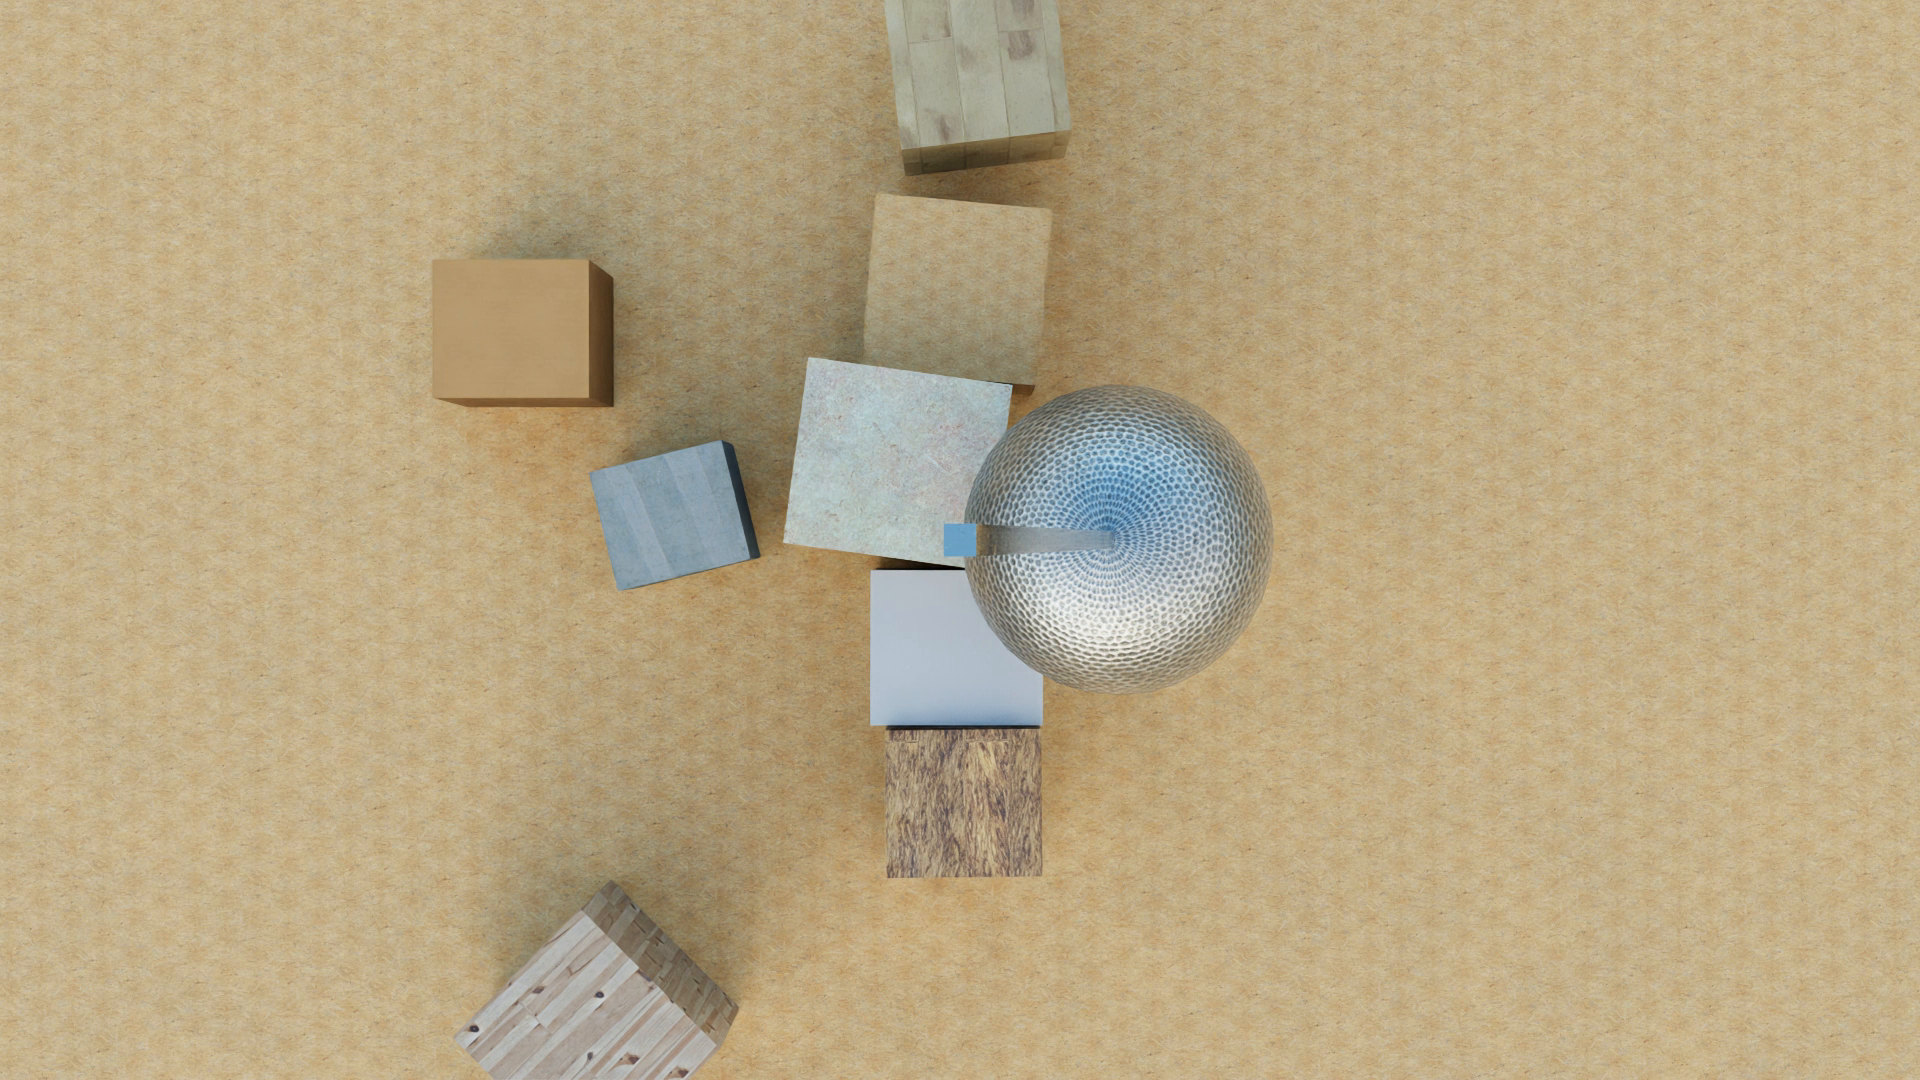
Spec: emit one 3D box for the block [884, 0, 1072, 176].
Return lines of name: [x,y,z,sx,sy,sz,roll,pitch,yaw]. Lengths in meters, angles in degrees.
block: [0.094,-2.652,12.553,0.945,0.894,0.901,-7,90,0]

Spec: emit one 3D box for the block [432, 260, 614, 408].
block: [-2.479,-1.167,12.565,0.864,0.870,0.764,0,90,0]

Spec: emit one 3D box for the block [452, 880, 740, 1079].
block: [-2.031,2.734,12.476,1.077,1.048,0.987,45,90,0]

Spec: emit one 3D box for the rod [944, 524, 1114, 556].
rod: [0.351,0.000,7.941,0.080,5.200,0.080,0,90,8]

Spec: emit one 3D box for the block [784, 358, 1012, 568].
block: [-0.333,-0.408,12.398,1.106,1.203,1.005,8,90,0]

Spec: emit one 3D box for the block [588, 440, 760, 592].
block: [-1.630,-0.137,12.671,0.766,0.659,0.687,-14,90,0]

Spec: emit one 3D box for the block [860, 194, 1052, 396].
block: [-0.022,-1.389,12.590,0.979,0.820,0.980,5,90,0]

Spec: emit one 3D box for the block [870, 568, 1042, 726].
block: [-0.018,0.594,12.562,0.951,0.876,0.854,0,90,0]

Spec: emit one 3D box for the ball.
ball: [0.809,0.000,11.310,1.600,1.600,1.600,0,90,0]

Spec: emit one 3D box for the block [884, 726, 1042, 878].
block: [0.020,1.443,12.521,0.855,0.958,0.808,-1,90,0]
